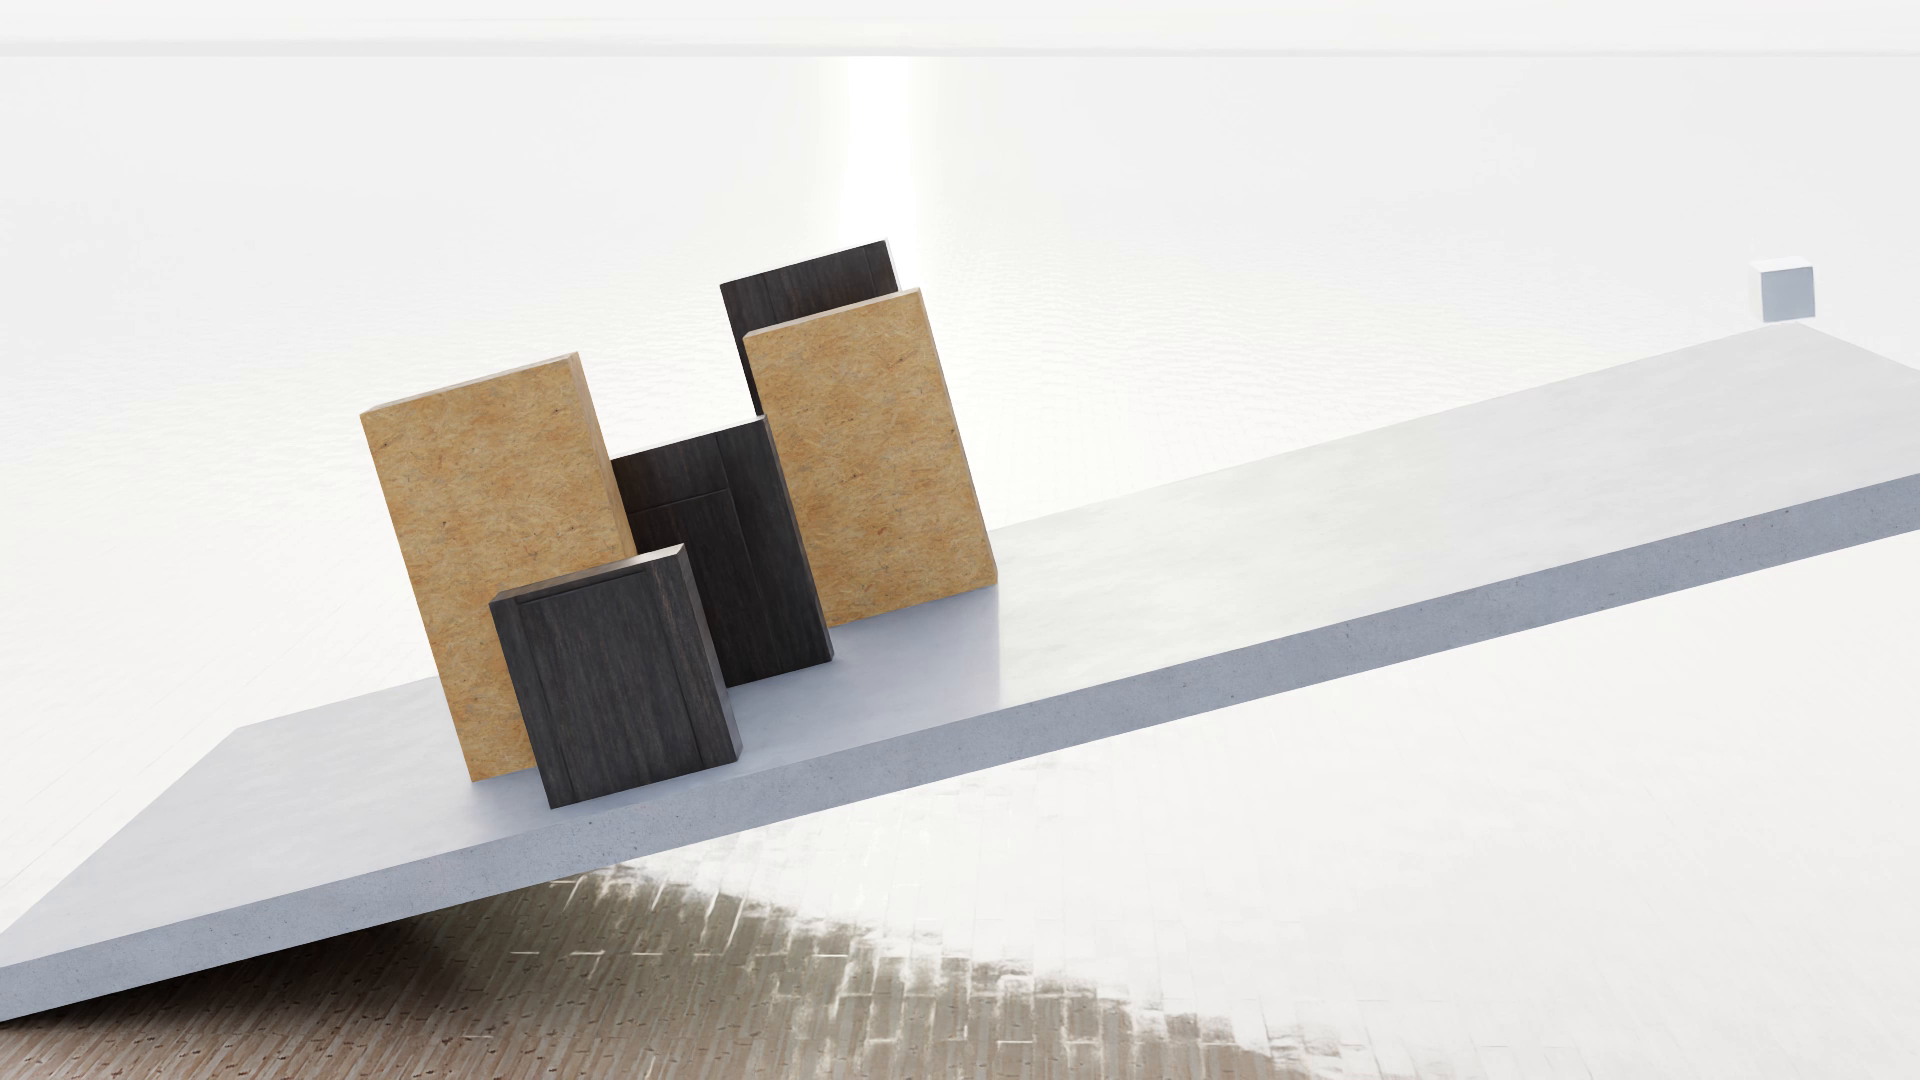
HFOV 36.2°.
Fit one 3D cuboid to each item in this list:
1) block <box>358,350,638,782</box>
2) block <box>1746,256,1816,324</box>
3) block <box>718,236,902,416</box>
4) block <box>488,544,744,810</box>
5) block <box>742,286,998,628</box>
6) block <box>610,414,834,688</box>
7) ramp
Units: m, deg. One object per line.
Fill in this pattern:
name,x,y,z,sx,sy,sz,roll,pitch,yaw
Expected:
block,-0.883,0.055,5.967,0.433,0.780,0.141,-15,9,4
block,1.756,-0.536,6.288,0.112,0.112,0.112,-7,16,2
block,-0.273,-0.302,7.102,0.410,0.775,0.132,-15,9,4
block,-0.645,0.256,5.537,0.366,0.409,0.110,-15,9,4
block,-0.196,-0.186,6.599,0.400,0.676,0.141,-15,9,4
block,-0.545,0.049,6.220,0.427,0.533,0.083,-15,9,4
ramp,0.080,0.191,6.329,4.000,0.100,2.000,-15,9,4
